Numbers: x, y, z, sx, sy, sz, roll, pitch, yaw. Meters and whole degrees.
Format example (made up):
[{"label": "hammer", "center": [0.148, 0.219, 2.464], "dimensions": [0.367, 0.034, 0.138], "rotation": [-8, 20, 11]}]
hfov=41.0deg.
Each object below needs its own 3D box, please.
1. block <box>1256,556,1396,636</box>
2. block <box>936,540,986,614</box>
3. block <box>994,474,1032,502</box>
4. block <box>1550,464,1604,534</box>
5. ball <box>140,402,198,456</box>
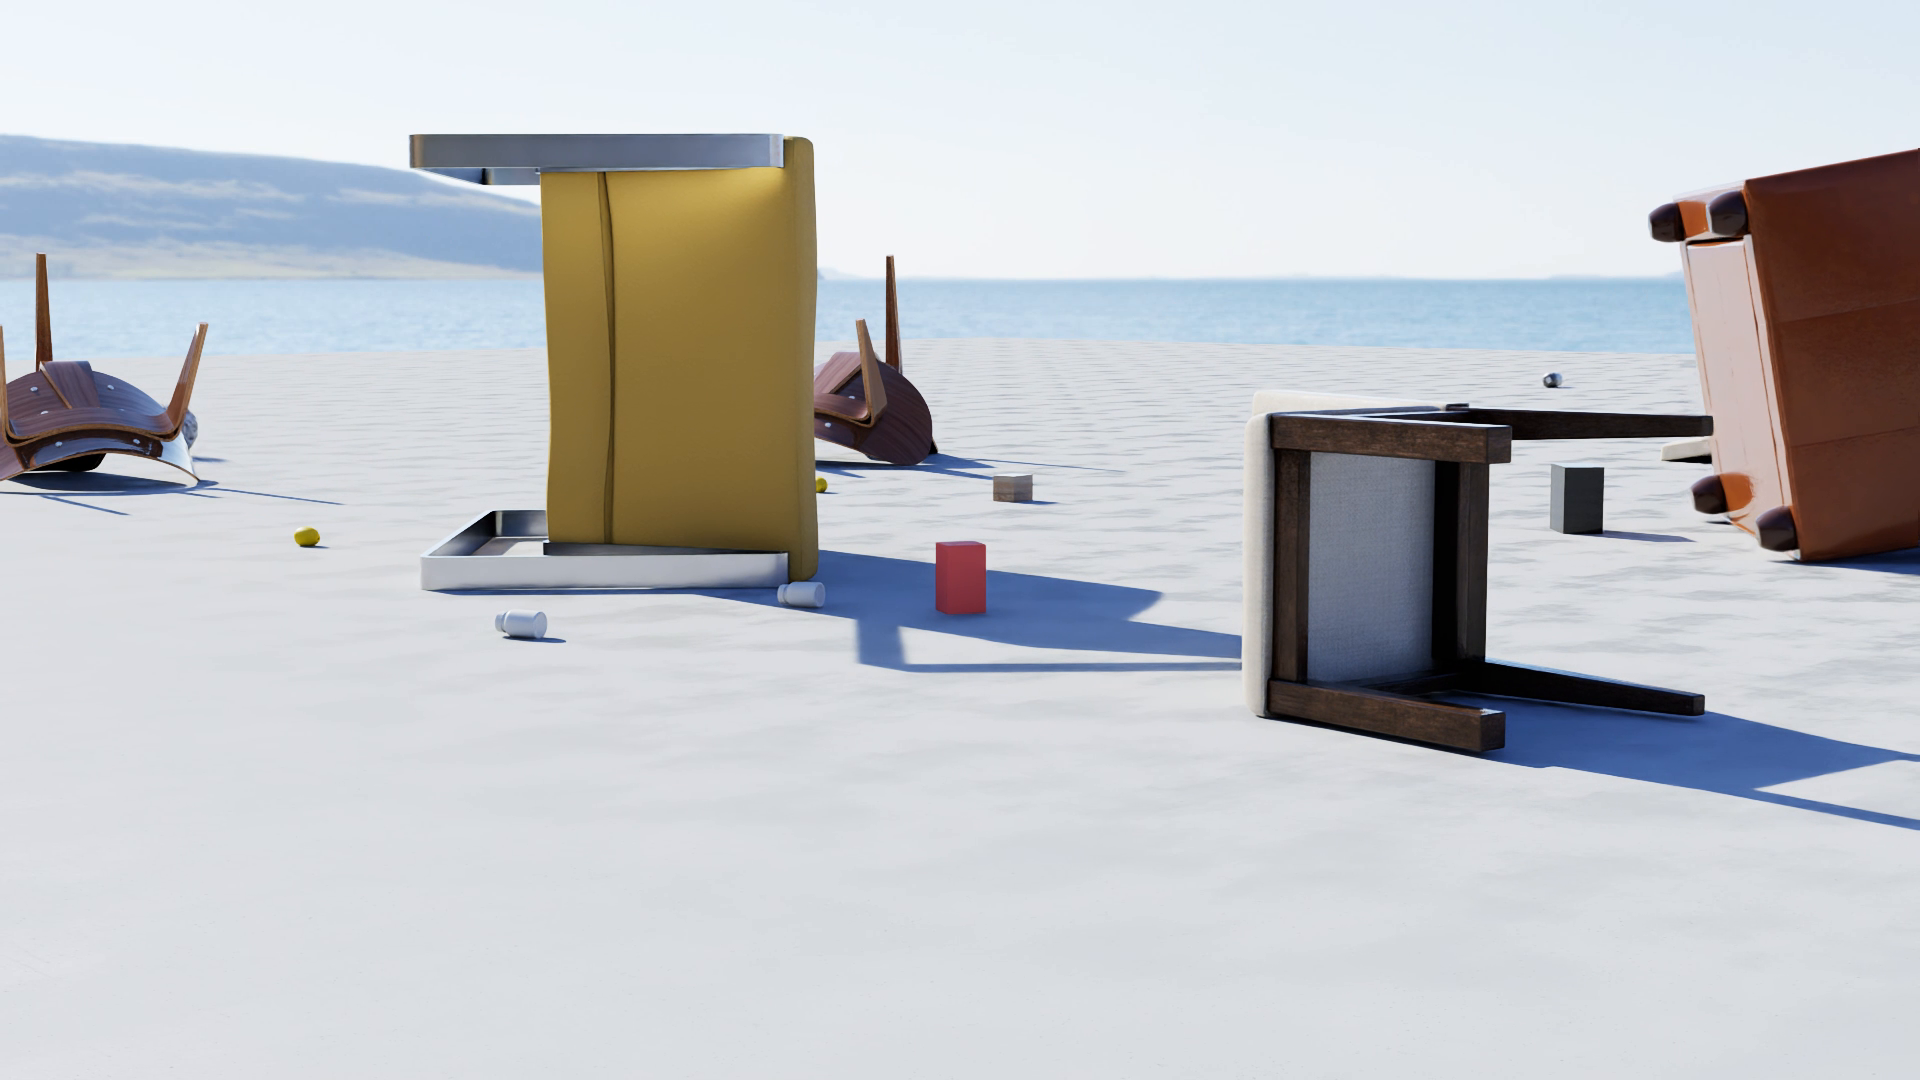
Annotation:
[{"label": "block", "center": [0.689, 0.103, 4.821], "dimensions": [0.170, 0.121, 0.195], "rotation": [-6, 8, -45]}, {"label": "block", "center": [0.001, 0.073, 5.045], "dimensions": [0.079, 0.134, 0.077], "rotation": [-2, 6, -18]}, {"label": "block", "center": [0.155, -0.153, 7.531], "dimensions": [0.074, 0.076, 0.097], "rotation": [4, 7, 36]}, {"label": "block", "center": [1.592, -0.108, 6.623], "dimensions": [0.102, 0.172, 0.144], "rotation": [0, 6, -1]}, {"label": "ball", "center": [-2.885, -0.405, 9.363], "dimensions": [0.200, 0.200, 0.200], "rotation": [0, 6, 0]}]
